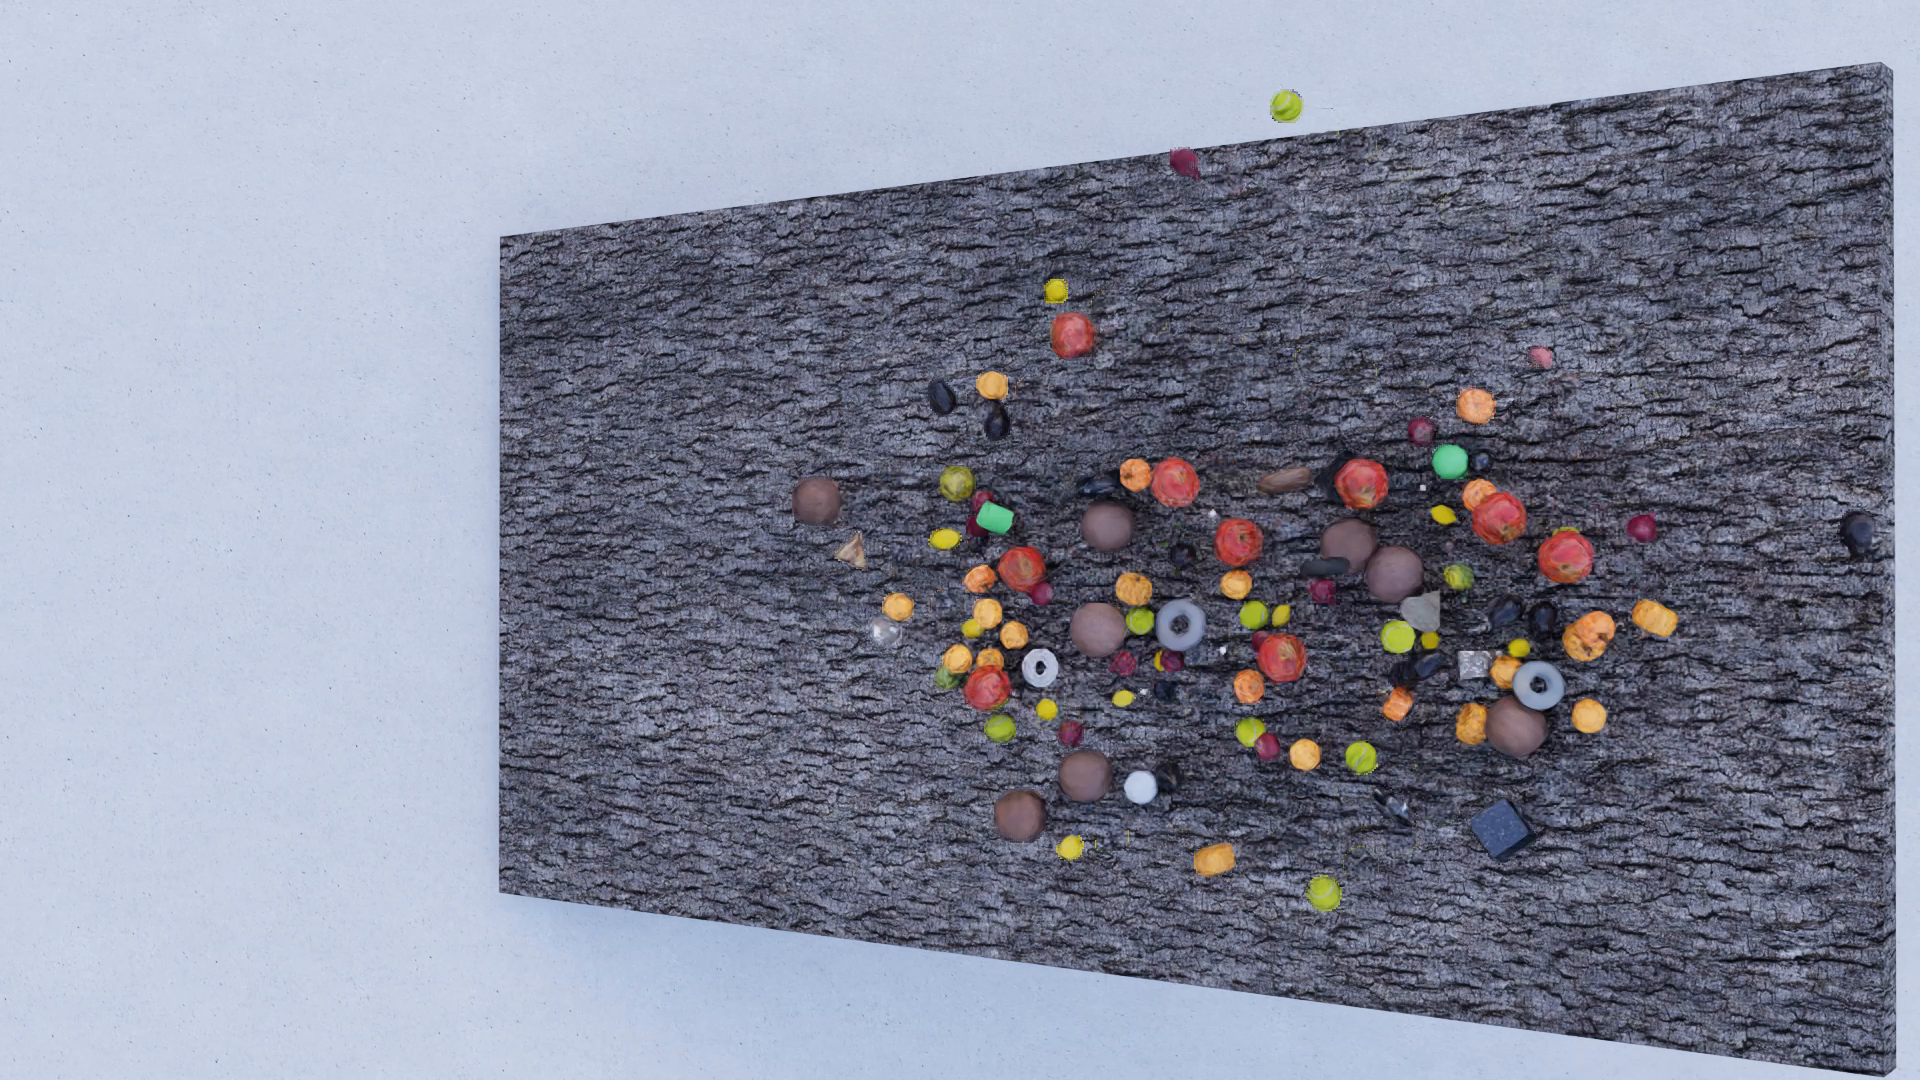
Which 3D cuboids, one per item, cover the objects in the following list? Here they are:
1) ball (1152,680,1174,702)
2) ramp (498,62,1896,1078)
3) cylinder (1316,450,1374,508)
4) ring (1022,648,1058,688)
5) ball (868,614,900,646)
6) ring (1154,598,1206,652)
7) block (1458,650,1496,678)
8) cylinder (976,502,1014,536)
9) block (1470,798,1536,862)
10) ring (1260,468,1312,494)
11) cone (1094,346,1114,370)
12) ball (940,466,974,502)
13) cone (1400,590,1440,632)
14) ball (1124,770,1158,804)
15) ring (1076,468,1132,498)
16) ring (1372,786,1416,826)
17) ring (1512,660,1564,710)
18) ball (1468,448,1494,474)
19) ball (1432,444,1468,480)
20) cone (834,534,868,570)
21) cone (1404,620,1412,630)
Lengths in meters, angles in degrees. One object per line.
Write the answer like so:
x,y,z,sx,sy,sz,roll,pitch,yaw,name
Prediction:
0.488,0.360,5.273,0.052,0.052,0.052,0,90,0,ball
0.235,0.066,5.556,4.000,0.100,2.000,0,89,36,ramp
0.860,-0.138,4.915,0.091,0.091,0.091,-42,90,-5,cylinder
0.200,0.318,5.489,0.098,0.033,0.098,-3,84,29,ring
-0.197,0.235,5.759,0.083,0.083,0.083,0,90,0,ball
0.515,0.198,5.137,0.126,0.042,0.126,-6,73,22,ring
1.128,0.271,4.794,0.058,0.058,0.058,-7,85,42,block
0.088,-0.054,5.541,0.066,0.066,0.066,24,90,-21,cylinder
1.167,0.623,4.727,0.093,0.093,0.093,-37,65,12,block
0.736,-0.134,4.971,0.122,0.122,0.041,-12,84,0,ring
0.342,-0.454,5.372,0.054,0.054,0.054,-40,127,0,cone
-0.008,-0.144,5.618,0.091,0.091,0.091,0,90,0,ball
1.038,0.137,4.852,0.096,0.096,0.096,46,55,0,cone
0.437,0.595,5.290,0.082,0.082,0.082,0,90,0,ball
0.347,-0.139,5.316,0.143,0.143,0.048,-15,93,0,ring
0.965,0.593,4.889,0.112,0.112,0.037,44,85,0,ring
1.226,0.307,4.661,0.109,0.036,0.109,0,70,0,ring
1.138,-0.173,4.796,0.055,0.055,0.055,0,90,0,ball
1.077,-0.171,4.827,0.077,0.077,0.077,0,90,0,ball
-0.275,0.044,5.845,0.090,0.090,0.090,-40,95,0,cone
1.019,0.169,4.883,0.050,0.050,0.050,-19,90,35,cone
